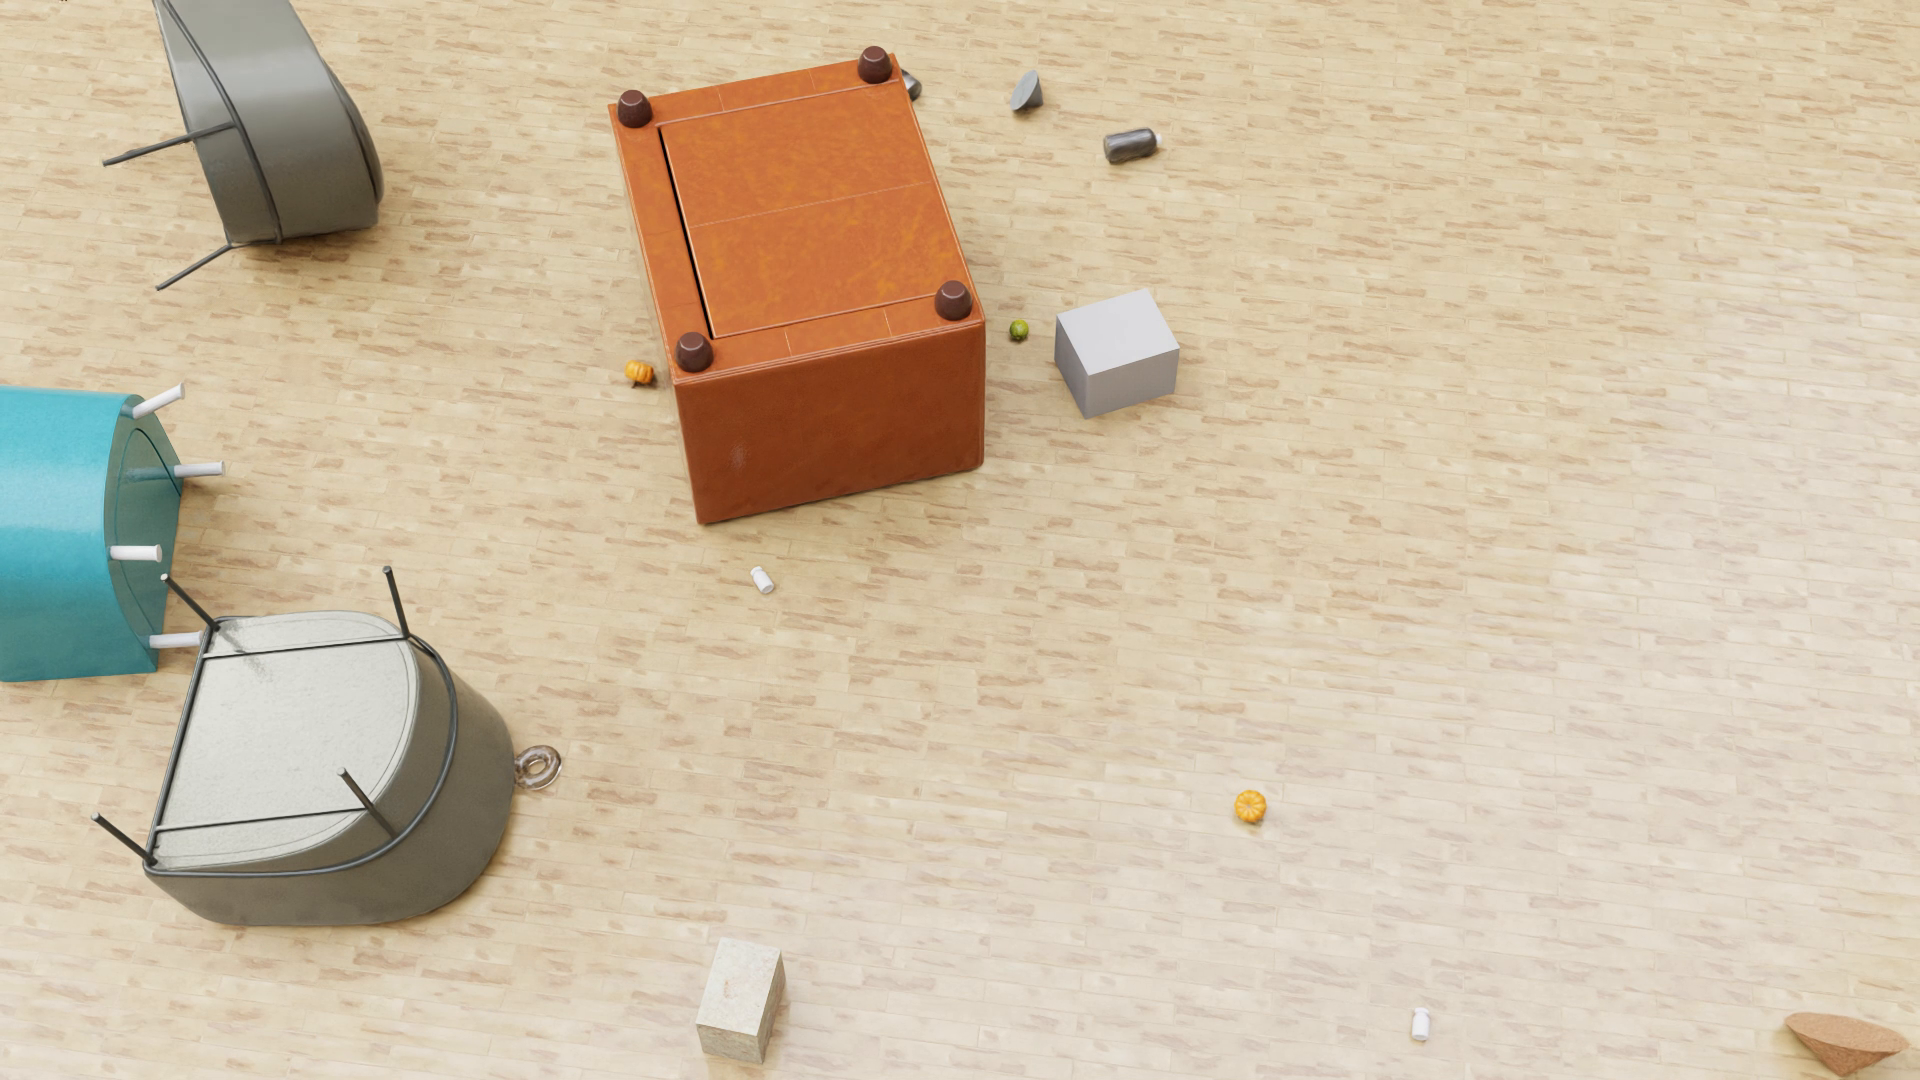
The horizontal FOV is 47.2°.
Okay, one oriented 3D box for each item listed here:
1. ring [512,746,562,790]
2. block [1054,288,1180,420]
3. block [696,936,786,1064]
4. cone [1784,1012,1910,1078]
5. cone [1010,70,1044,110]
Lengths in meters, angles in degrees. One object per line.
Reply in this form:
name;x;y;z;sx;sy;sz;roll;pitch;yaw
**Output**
ring;-1.180;0.633;6.126;0.148;0.039;0.128;-40;64;-22
block;0.484;-0.578;6.828;0.303;0.223;0.255;-17;58;-11
block;-0.561;1.185;5.654;0.159;0.206;0.238;10;57;7
cone;2.265;1.319;5.636;0.302;0.126;0.230;8;11;24
cone;0.254;-1.522;7.561;0.090;0.143;0.179;32;44;-26
